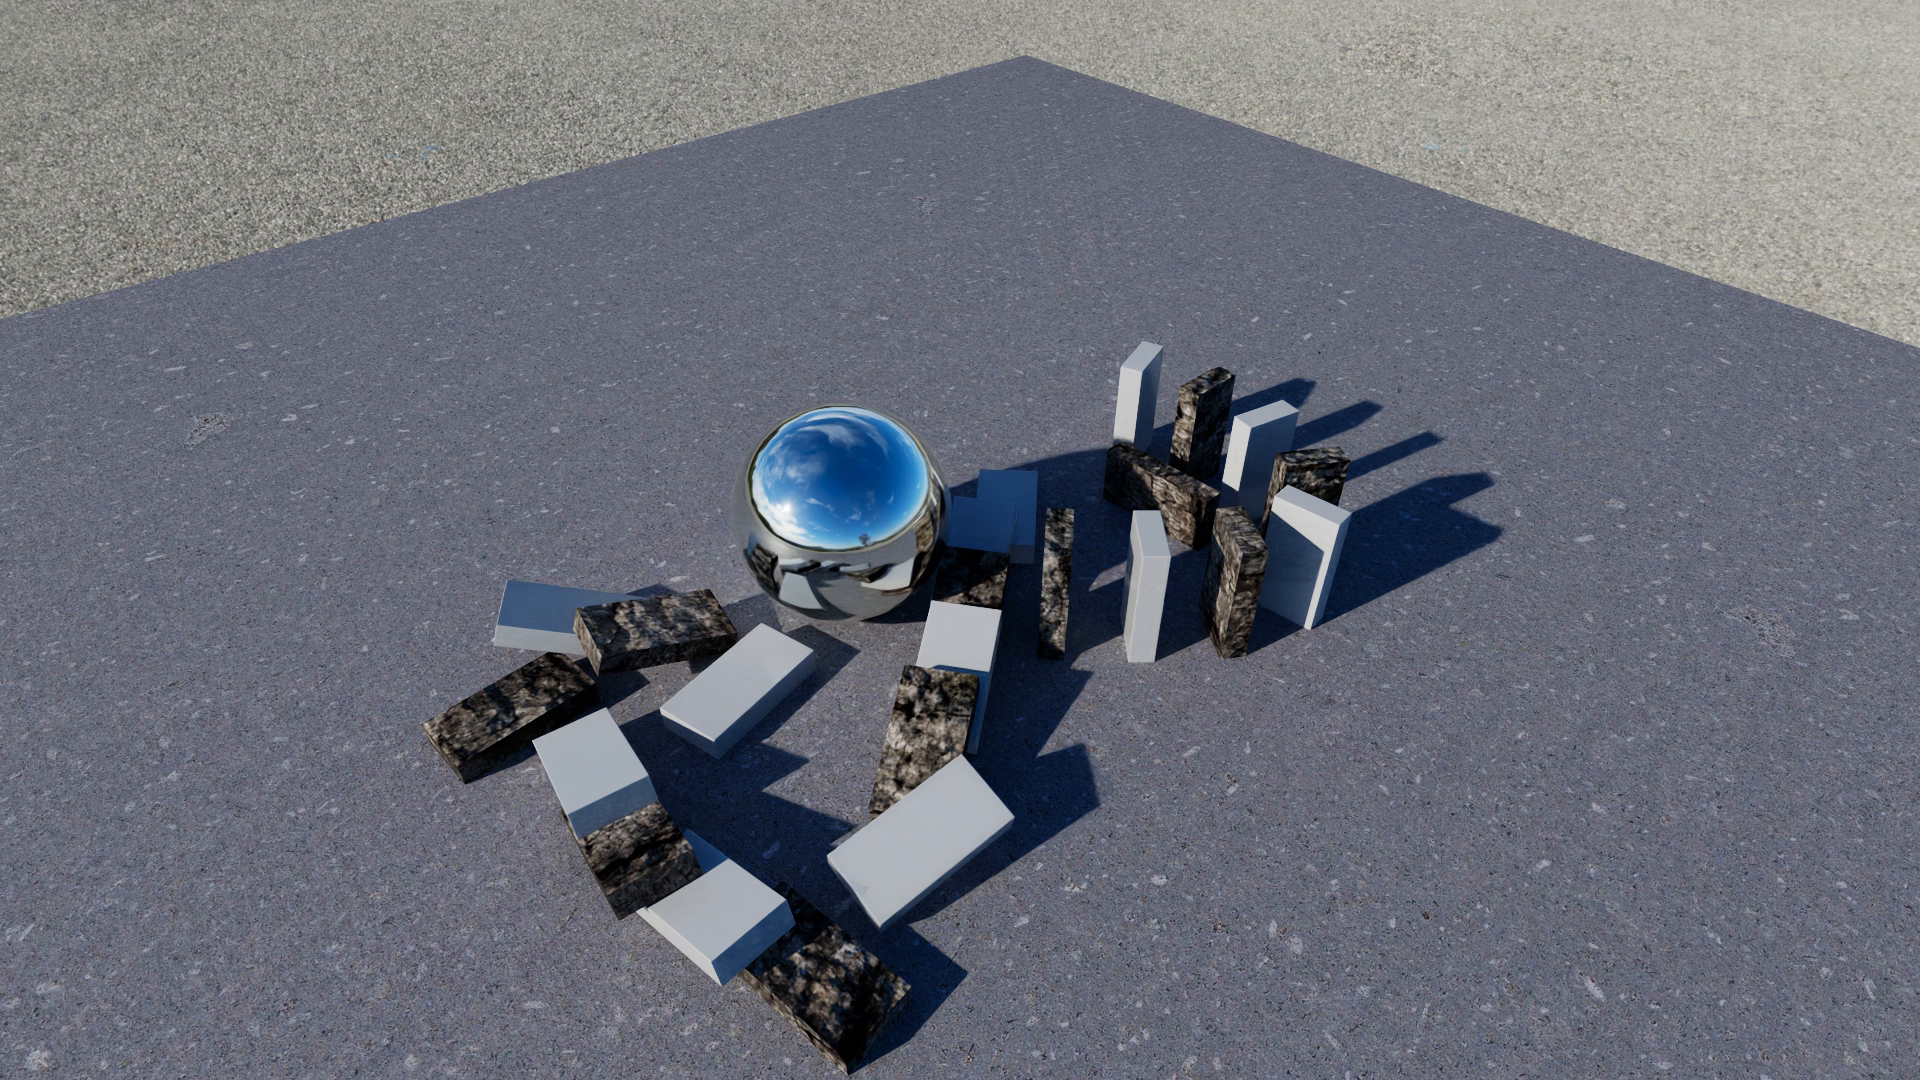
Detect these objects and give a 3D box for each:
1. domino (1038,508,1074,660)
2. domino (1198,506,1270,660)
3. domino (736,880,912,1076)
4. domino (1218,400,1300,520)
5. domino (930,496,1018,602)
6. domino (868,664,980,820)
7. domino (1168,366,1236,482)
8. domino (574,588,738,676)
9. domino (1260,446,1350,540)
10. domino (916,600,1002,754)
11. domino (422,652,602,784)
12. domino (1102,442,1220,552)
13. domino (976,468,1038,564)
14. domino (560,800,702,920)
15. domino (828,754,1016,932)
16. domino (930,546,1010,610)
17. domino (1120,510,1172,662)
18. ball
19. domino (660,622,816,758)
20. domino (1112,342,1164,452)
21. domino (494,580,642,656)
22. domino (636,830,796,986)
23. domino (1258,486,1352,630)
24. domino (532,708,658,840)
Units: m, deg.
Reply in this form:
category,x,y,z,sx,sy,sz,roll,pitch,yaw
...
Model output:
category,x,y,z,sx,sy,sz,roll,pitch,yaw
domino,0.034,0.016,0.392,0.009,0.050,0.025,4,39,4
domino,0.097,0.016,0.392,0.009,0.050,0.025,-6,40,-8
domino,-0.040,0.118,0.299,0.050,0.010,0.025,28,47,30
domino,0.121,-0.030,0.449,0.025,0.050,0.009,-20,43,-22
domino,0.006,0.007,0.425,0.025,0.010,0.050,7,56,8
domino,-0.011,0.066,0.351,0.025,0.010,0.050,8,57,9
domino,0.102,-0.046,0.468,0.025,0.050,0.009,-30,48,-32
domino,-0.108,0.032,0.390,0.050,0.009,0.025,-8,42,-38
domino,0.132,-0.012,0.426,0.025,0.050,0.009,-6,40,-8
domino,-0.002,0.046,0.375,0.025,0.009,0.050,8,58,9
domino,-0.151,0.058,0.372,0.025,0.010,0.050,31,49,32
domino,0.082,-0.019,0.454,0.009,0.025,0.050,-32,49,-33
domino,0.019,-0.010,0.456,0.025,0.009,0.050,3,39,4
domino,-0.098,0.088,0.324,0.025,0.009,0.050,-25,28,-26
domino,-0.011,0.089,0.324,0.050,0.010,0.025,-33,66,-23
domino,0.002,0.027,0.399,0.025,0.009,0.050,7,57,8
domino,0.065,0.017,0.391,0.009,0.050,0.025,0,39,0
ball,-0.043,-0.010,0.400,0.080,0.080,0.080,0,39,0
domino,-0.076,0.051,0.381,0.025,0.009,0.050,23,45,26
domino,0.078,-0.059,0.483,0.010,0.050,0.025,20,43,22
domino,-0.138,0.029,0.395,0.050,0.009,0.025,9,34,-19
domino,-0.072,0.102,0.309,0.050,0.010,0.025,16,39,43
domino,0.124,0.007,0.403,0.025,0.050,0.009,29,48,31
domino,-0.115,0.072,0.344,0.025,0.009,0.050,-24,28,-24
